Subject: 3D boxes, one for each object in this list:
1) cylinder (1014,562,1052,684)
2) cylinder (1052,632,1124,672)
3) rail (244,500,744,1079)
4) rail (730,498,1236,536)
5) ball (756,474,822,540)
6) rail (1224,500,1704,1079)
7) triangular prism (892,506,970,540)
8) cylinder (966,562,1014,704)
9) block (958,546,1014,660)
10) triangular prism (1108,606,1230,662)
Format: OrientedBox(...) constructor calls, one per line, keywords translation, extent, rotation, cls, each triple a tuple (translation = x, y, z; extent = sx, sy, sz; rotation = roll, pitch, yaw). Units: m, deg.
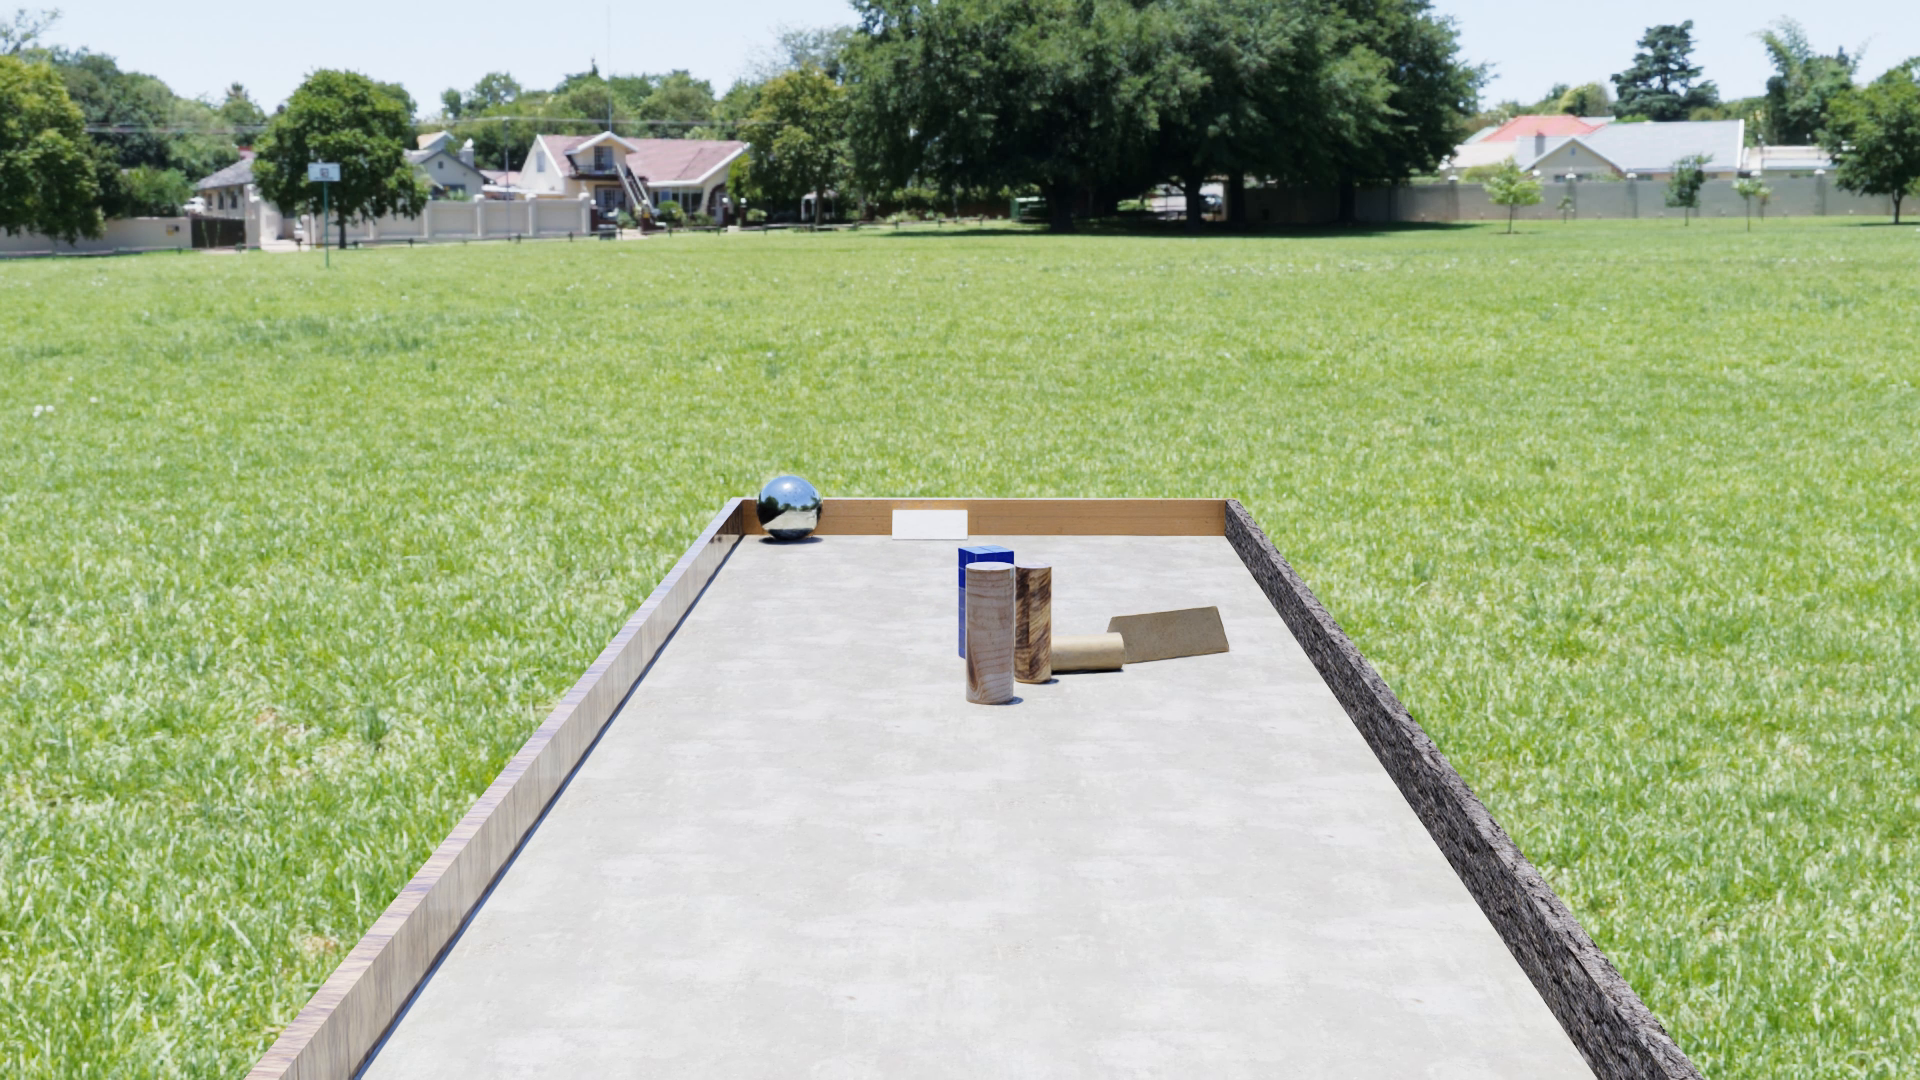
OrientedBox(translation=(0.213, 0.241, 6.391), extent=(0.107, 0.342, 0.107), rotation=(0, 10, 0), cls="cylinder")
OrientedBox(translation=(0.265, 0.338, 6.531), extent=(0.431, 0.109, 0.109), rotation=(-2, 9, -12), cls="cylinder")
OrientedBox(translation=(-1.004, 0.839, 3.234), extent=(0.050, 0.150, 12.000), rotation=(0, 9, 1), cls="rail")
OrientedBox(translation=(0.099, -0.098, 9.147), extent=(2.100, 0.150, 0.050), rotation=(0, 9, 1), cls="rail")
OrientedBox(translation=(-0.697, -0.132, 8.985), extent=(0.269, 0.269, 0.269), rotation=(0, 9, 0), cls="ball")
OrientedBox(translation=(1.046, 0.843, 3.208), extent=(0.050, 0.150, 12.000), rotation=(0, 9, 1), cls="rail")
OrientedBox(translation=(-0.126, -0.066, 9.049), extent=(0.306, 0.113, 0.130), rotation=(-9, 23, -2), cls="triangular prism")
OrientedBox(translation=(0.084, 0.260, 6.151), extent=(0.135, 0.381, 0.135), rotation=(0, 9, 0), cls="cylinder")
OrientedBox(translation=(0.079, 0.195, 6.700), extent=(0.128, 0.337, 0.128), rotation=(-4, 10, -25), cls="block")
OrientedBox(translation=(0.632, 0.283, 6.782), extent=(0.381, 0.131, 0.151), rotation=(-5, 10, -28), cls="triangular prism")
